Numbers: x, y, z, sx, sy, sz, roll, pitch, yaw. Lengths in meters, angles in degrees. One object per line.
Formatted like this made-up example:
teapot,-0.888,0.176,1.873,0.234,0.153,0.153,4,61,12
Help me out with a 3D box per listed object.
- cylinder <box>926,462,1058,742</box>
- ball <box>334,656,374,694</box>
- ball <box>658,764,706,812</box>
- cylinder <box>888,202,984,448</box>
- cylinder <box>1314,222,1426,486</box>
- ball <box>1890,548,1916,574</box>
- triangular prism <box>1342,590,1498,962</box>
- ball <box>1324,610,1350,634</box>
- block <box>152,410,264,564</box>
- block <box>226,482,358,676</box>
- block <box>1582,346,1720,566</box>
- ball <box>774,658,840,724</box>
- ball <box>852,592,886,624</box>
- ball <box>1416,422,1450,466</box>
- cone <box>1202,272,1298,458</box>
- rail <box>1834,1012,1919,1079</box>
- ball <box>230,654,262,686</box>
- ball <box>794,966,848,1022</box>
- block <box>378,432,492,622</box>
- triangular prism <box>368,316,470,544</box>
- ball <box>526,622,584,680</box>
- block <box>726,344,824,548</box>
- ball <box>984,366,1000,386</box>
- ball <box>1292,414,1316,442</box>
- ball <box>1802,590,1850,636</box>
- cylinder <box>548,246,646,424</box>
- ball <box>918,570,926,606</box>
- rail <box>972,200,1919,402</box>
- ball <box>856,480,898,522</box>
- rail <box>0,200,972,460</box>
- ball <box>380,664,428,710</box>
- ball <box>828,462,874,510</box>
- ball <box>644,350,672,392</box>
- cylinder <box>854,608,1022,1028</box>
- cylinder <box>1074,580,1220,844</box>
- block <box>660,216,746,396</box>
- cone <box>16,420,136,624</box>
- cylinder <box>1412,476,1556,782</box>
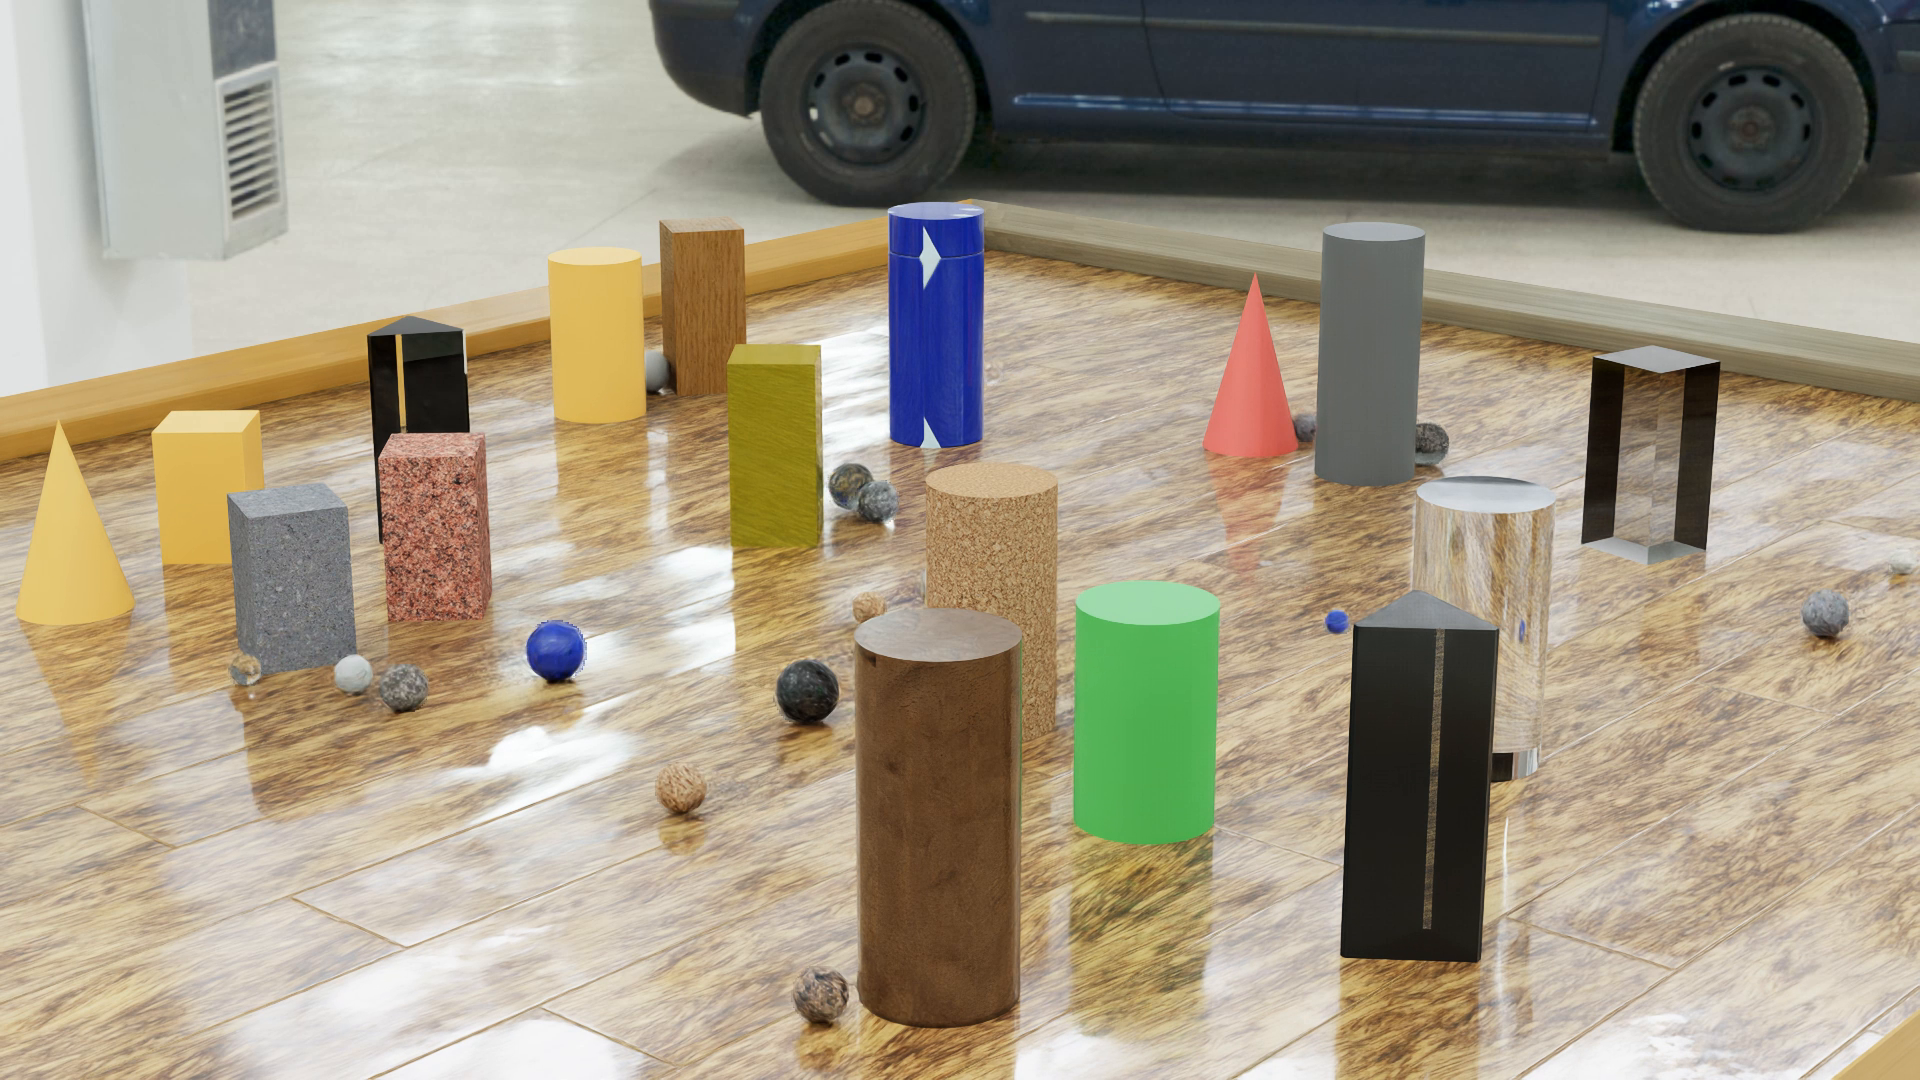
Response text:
cylinder,0.048,0.094,4.472,0.200,0.387,0.200,0,17,0
ball,-0.960,0.213,4.641,0.061,0.061,0.061,0,17,0
ball,-0.395,0.352,4.165,0.070,0.070,0.070,0,17,0
cylinder,-0.050,-0.449,6.117,0.200,0.480,0.200,0,17,0
cylinder,0.814,-0.371,5.834,0.200,0.493,0.200,0,17,0
ball,1.689,0.038,5.251,0.045,0.045,0.045,0,17,0
triangular prism,0.574,0.296,3.708,0.173,0.441,0.150,1,17,4
ball,0.634,0.137,4.929,0.041,0.041,0.041,0,17,0
block,-1.368,-0.098,5.355,0.160,0.245,0.160,-1,17,-2
block,-1.092,0.061,4.795,0.160,0.264,0.160,-8,18,-24
block,1.261,-0.157,5.359,0.160,0.357,0.160,-12,20,-34
ball,-0.235,0.232,4.513,0.100,0.100,0.100,0,17,0
ball,-0.155,0.115,4.975,0.057,0.057,0.057,0,17,0
ball,0.950,-0.196,5.954,0.089,0.089,0.089,0,17,0
cone,0.606,-0.375,6.063,0.200,0.368,0.200,0,17,0
rail,1.542,0.419,3.838,0.045,0.130,4.856,14,22,39
ball,-1.141,0.206,4.683,0.050,0.050,0.050,0,17,0
ball,-0.167,0.546,3.526,0.067,0.067,0.067,0,17,0
block,-0.898,-0.024,5.034,0.160,0.289,0.160,-1,17,-3
triangular prism,-1.009,-0.209,5.465,0.173,0.395,0.150,-4,17,-15
ball,-0.649,0.178,4.701,0.094,0.094,0.094,0,17,0
block,-0.341,-0.176,5.440,0.160,0.346,0.160,0,17,2
ball,0.067,-0.369,6.603,0.046,0.046,0.046,0,17,0
ball,0.725,-0.236,6.136,0.060,0.060,0.060,0,17,0
ball,1.451,0.122,4.915,0.078,0.078,0.078,0,17,0
cylinder,-0.783,-0.444,6.332,0.200,0.345,0.200,0,17,0
ball,-0.025,0.082,5.024,0.092,0.092,0.092,0,17,0
rail,1.576,-0.491,6.858,4.132,0.130,0.045,14,22,39
ball,-0.157,-0.072,5.558,0.080,0.080,0.080,0,17,0
rail,-1.542,-0.353,6.402,0.045,0.130,4.856,14,22,39
ball,-0.867,0.229,4.568,0.074,0.074,0.074,0,17,0
ball,-0.209,-0.103,5.621,0.090,0.090,0.090,0,17,0
ball,-0.690,-0.377,6.549,0.092,0.092,0.092,0,17,0
cylinder,-0.026,0.334,3.541,0.200,0.465,0.200,0,17,0
cylinder,0.260,0.240,4.106,0.200,0.320,0.200,0,17,0
block,-0.574,-0.524,6.560,0.160,0.367,0.160,-5,17,-15
cone,-1.530,-0.045,5.024,0.200,0.336,0.200,0,17,0
cylinder,0.764,0.130,4.315,0.200,0.410,0.200,0,17,0
